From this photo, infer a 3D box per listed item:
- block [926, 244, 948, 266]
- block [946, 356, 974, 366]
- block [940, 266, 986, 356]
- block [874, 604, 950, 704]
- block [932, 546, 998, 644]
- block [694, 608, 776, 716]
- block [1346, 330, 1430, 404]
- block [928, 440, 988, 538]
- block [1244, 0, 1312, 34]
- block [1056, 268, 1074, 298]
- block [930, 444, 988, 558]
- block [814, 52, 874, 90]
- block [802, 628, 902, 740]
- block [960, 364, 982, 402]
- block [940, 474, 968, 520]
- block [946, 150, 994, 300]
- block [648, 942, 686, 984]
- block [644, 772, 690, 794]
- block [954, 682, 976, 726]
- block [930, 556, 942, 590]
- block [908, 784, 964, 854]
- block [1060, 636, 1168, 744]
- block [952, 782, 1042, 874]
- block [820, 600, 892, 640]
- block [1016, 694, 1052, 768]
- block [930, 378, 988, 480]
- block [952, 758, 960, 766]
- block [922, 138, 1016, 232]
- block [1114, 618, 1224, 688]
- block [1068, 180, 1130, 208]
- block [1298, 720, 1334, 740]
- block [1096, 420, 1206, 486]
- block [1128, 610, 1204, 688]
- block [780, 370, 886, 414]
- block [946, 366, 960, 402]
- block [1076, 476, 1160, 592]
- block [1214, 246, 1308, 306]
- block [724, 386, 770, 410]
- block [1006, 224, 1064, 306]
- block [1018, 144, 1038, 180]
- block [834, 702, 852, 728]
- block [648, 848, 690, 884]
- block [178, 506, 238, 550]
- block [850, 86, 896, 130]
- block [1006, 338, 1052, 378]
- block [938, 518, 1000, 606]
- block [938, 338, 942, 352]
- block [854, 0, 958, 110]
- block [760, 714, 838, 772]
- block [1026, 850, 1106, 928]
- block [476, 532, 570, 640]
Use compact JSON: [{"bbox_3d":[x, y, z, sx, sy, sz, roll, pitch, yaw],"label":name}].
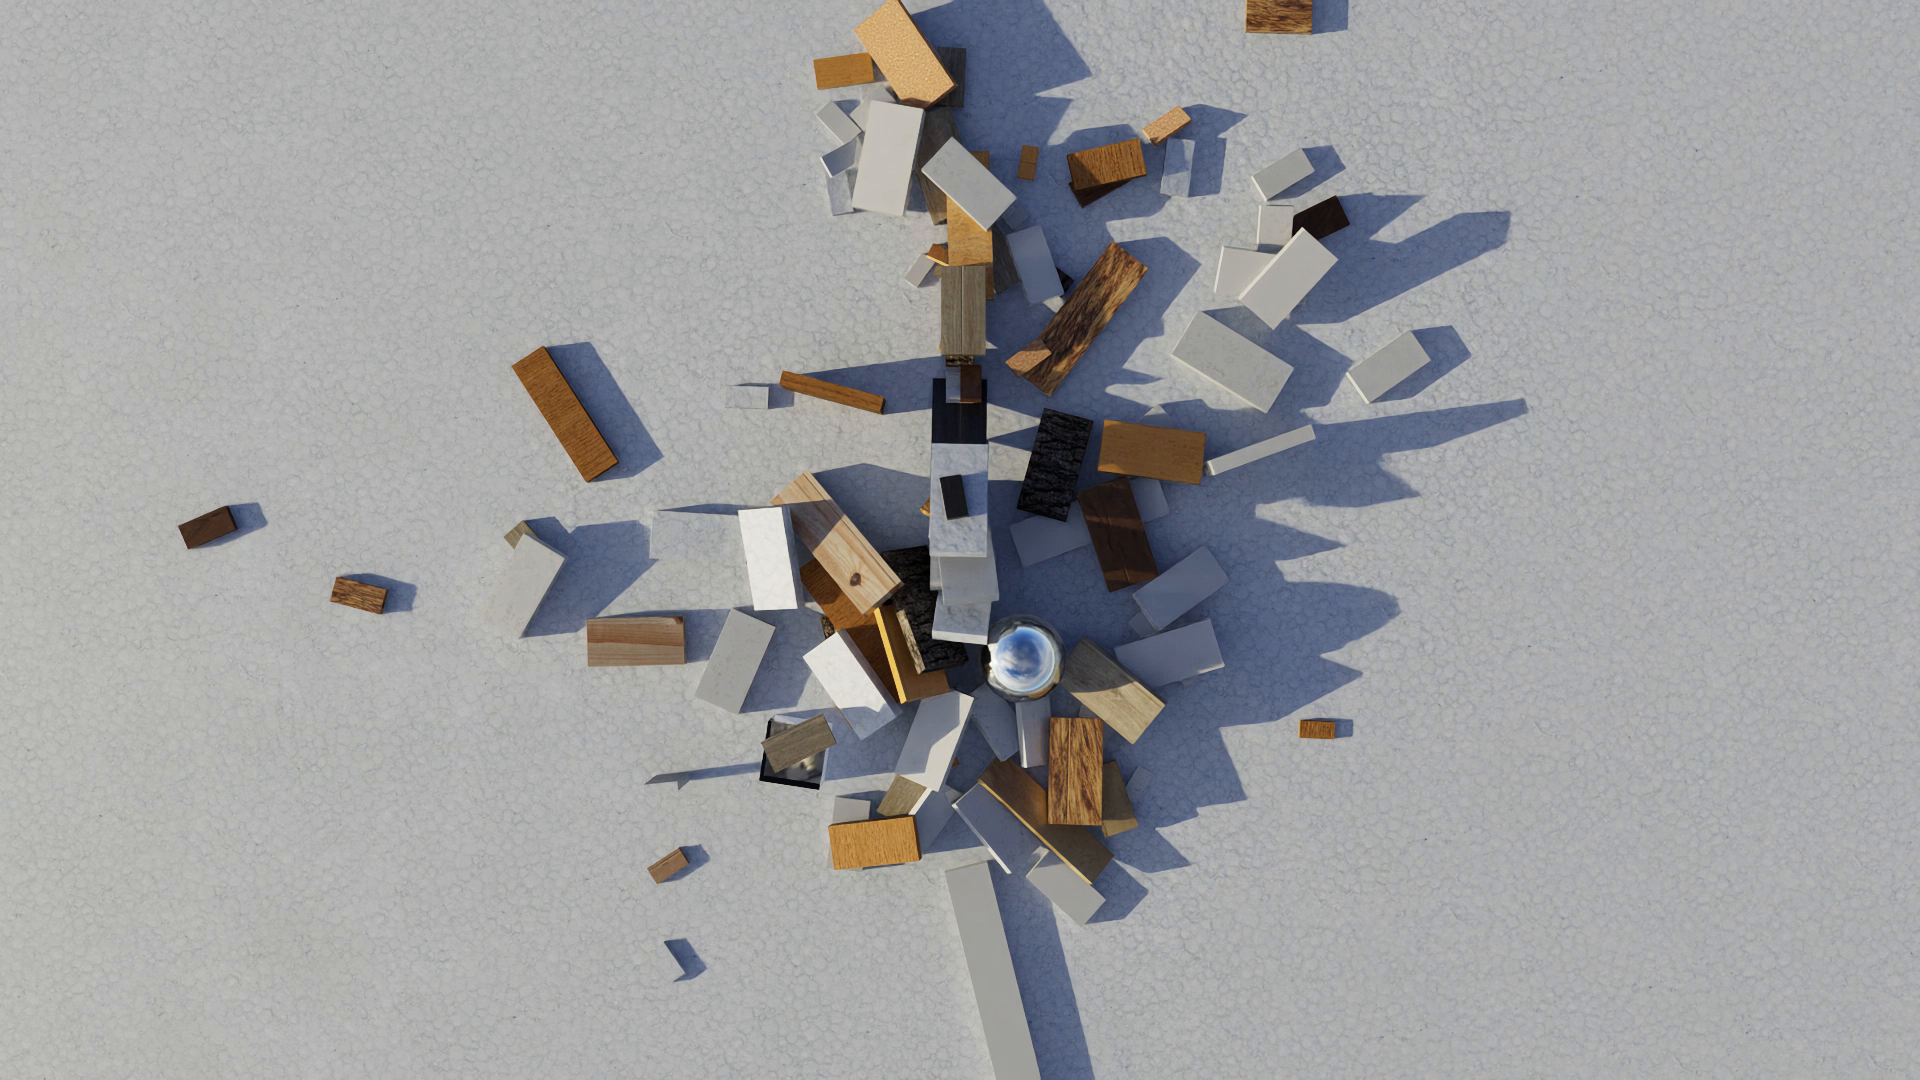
[{"bbox_3d":[-0.052,-0.942,5.483,0.105,0.015,0.053,25,68,0],"label":"block"},{"bbox_3d":[0.000,-0.666,5.460,0.094,0.027,0.188,0,73,0],"label":"block"},{"bbox_3d":[0.011,-0.748,5.386,0.145,0.041,0.290,0,88,0],"label":"block"},{"bbox_3d":[-0.157,0.360,5.369,0.159,0.045,0.318,-11,76,-26],"label":"block"},{"bbox_3d":[0.020,0.170,5.371,0.177,0.050,0.354,6,54,3],"label":"block"},{"bbox_3d":[-0.745,0.403,5.477,0.159,0.045,0.318,23,90,0],"label":"block"},{"bbox_3d":[1.423,-0.576,5.482,0.249,0.035,0.125,-35,90,0],"label":"block"},{"bbox_3d":[-0.003,-0.167,5.350,0.180,0.051,0.359,4,59,-2],"label":"block"},{"bbox_3d":[1.059,-1.742,5.485,0.217,0.031,0.108,2,90,0],"label":"block"},{"bbox_3d":[0.301,-0.877,5.490,0.143,0.020,0.072,37,90,0],"label":"block"},{"bbox_3d":[-0.003,-0.127,5.234,0.180,0.051,0.359,1,74,-1],"label":"block"},{"bbox_3d":[-0.386,-1.560,5.486,0.191,0.027,0.095,-8,90,0],"label":"block"},{"bbox_3d":[-0.352,0.473,5.408,0.168,0.048,0.337,-36,88,29],"label":"block"},{"bbox_3d":[0.036,-0.513,5.400,0.069,0.020,0.138,1,60,-1],"label":"block"},{"bbox_3d":[-0.019,-0.135,5.200,0.069,0.020,0.138,-9,75,-4],"label":"block"},{"bbox_3d":[0.031,-1.032,5.431,0.145,0.041,0.485,-2,91,0],"label":"block"},{"bbox_3d":[-0.975,1.406,5.491,0.063,0.018,0.126,-35,90,0],"label":"block"},{"bbox_3d":[-0.958,0.794,5.392,0.108,0.217,0.031,-6,90,0],"label":"block"},{"bbox_3d":[0.029,0.547,5.471,0.068,0.019,0.136,-8,84,-23],"label":"block"},{"bbox_3d":[-0.005,-0.004,5.399,0.177,0.050,0.354,1,64,0],"label":"block"},{"bbox_3d":[-0.100,0.912,5.459,0.118,0.034,0.237,35,90,-26],"label":"block"},{"bbox_3d":[0.490,0.490,5.413,0.347,0.049,0.173,39,106,9],"label":"block"},{"bbox_3d":[0.123,0.941,5.454,0.145,0.041,0.291,-39,90,-22],"label":"block"},{"bbox_3d":[-0.289,0.294,5.477,0.318,0.045,0.159,-15,90,0],"label":"block"},{"bbox_3d":[0.249,0.628,5.456,0.116,0.033,0.231,-5,90,-32],"label":"block"},{"bbox_3d":[-0.003,-0.362,5.392,0.180,0.051,0.359,1,62,-1],"label":"block"},{"bbox_3d":[-0.057,0.700,5.489,0.063,0.018,0.126,-25,90,4],"label":"block"},{"bbox_3d":[0.030,-1.161,5.387,0.290,0.041,0.145,43,90,-1],"label":"block"},{"bbox_3d":[0.688,0.383,5.434,0.328,0.046,0.164,-17,92,3],"label":"block"},{"bbox_3d":[0.464,-1.190,5.487,0.186,0.026,0.093,-30,90,0],"label":"block"},{"bbox_3d":[1.188,0.632,5.492,0.115,0.016,0.058,3,90,0],"label":"block"},{"bbox_3d":[0.631,-0.288,5.437,0.338,0.048,0.169,8,88,0],"label":"block"},{"bbox_3d":[0.709,0.333,5.479,0.147,0.042,0.293,-42,90,0],"label":"block"},{"bbox_3d":[-0.416,-0.483,5.416,0.338,0.169,0.048,15,90,0],"label":"block"},{"bbox_3d":[0.001,-0.537,5.441,0.094,0.027,0.188,0,60,-1],"label":"block"},{"bbox_3d":[0.519,-0.020,5.434,0.173,0.049,0.346,-19,96,0],"label":"block"},{"bbox_3d":[1.005,-0.874,5.449,0.304,0.043,0.152,7,110,-2],"label":"block"},{"bbox_3d":[-0.709,-0.475,5.490,0.146,0.021,0.073,2,90,0],"label":"block"},{"bbox_3d":[0.247,-0.908,5.454,0.121,0.034,0.242,-19,88,-9],"label":"block"},{"bbox_3d":[0.227,-1.256,5.492,0.054,0.015,0.109,9,90,0],"label":"block"},{"bbox_3d":[-0.298,0.523,5.485,0.217,0.031,0.108,-33,90,0],"label":"block"},{"bbox_3d":[-0.971,1.084,5.491,0.126,0.018,0.063,-33,90,0],"label":"block"},{"bbox_3d":[-2.502,-0.041,5.488,0.171,0.024,0.086,-23,90,0],"label":"block"},{"bbox_3d":[-0.290,-1.433,5.478,0.144,0.020,0.072,-41,98,6],"label":"block"},{"bbox_3d":[0.226,-0.601,5.447,0.138,0.020,0.069,-36,90,0],"label":"block"},{"bbox_3d":[0.017,0.033,5.325,0.177,0.050,0.354,-6,64,-3],"label":"block"},{"bbox_3d":[-0.006,-0.705,5.444,0.094,0.027,0.188,10,73,3],"label":"block"},{"bbox_3d":[-0.179,-1.592,5.446,0.176,0.050,0.351,-34,90,20],"label":"block"},{"bbox_3d":[-0.516,0.650,5.289,0.217,0.031,0.108,-25,90,0],"label":"block"},{"bbox_3d":[0.352,1.155,5.483,0.247,0.035,0.123,42,90,0],"label":"block"},{"bbox_3d":[-1.446,0.152,5.459,0.159,0.045,0.319,31,97,0],"label":"block"}]
